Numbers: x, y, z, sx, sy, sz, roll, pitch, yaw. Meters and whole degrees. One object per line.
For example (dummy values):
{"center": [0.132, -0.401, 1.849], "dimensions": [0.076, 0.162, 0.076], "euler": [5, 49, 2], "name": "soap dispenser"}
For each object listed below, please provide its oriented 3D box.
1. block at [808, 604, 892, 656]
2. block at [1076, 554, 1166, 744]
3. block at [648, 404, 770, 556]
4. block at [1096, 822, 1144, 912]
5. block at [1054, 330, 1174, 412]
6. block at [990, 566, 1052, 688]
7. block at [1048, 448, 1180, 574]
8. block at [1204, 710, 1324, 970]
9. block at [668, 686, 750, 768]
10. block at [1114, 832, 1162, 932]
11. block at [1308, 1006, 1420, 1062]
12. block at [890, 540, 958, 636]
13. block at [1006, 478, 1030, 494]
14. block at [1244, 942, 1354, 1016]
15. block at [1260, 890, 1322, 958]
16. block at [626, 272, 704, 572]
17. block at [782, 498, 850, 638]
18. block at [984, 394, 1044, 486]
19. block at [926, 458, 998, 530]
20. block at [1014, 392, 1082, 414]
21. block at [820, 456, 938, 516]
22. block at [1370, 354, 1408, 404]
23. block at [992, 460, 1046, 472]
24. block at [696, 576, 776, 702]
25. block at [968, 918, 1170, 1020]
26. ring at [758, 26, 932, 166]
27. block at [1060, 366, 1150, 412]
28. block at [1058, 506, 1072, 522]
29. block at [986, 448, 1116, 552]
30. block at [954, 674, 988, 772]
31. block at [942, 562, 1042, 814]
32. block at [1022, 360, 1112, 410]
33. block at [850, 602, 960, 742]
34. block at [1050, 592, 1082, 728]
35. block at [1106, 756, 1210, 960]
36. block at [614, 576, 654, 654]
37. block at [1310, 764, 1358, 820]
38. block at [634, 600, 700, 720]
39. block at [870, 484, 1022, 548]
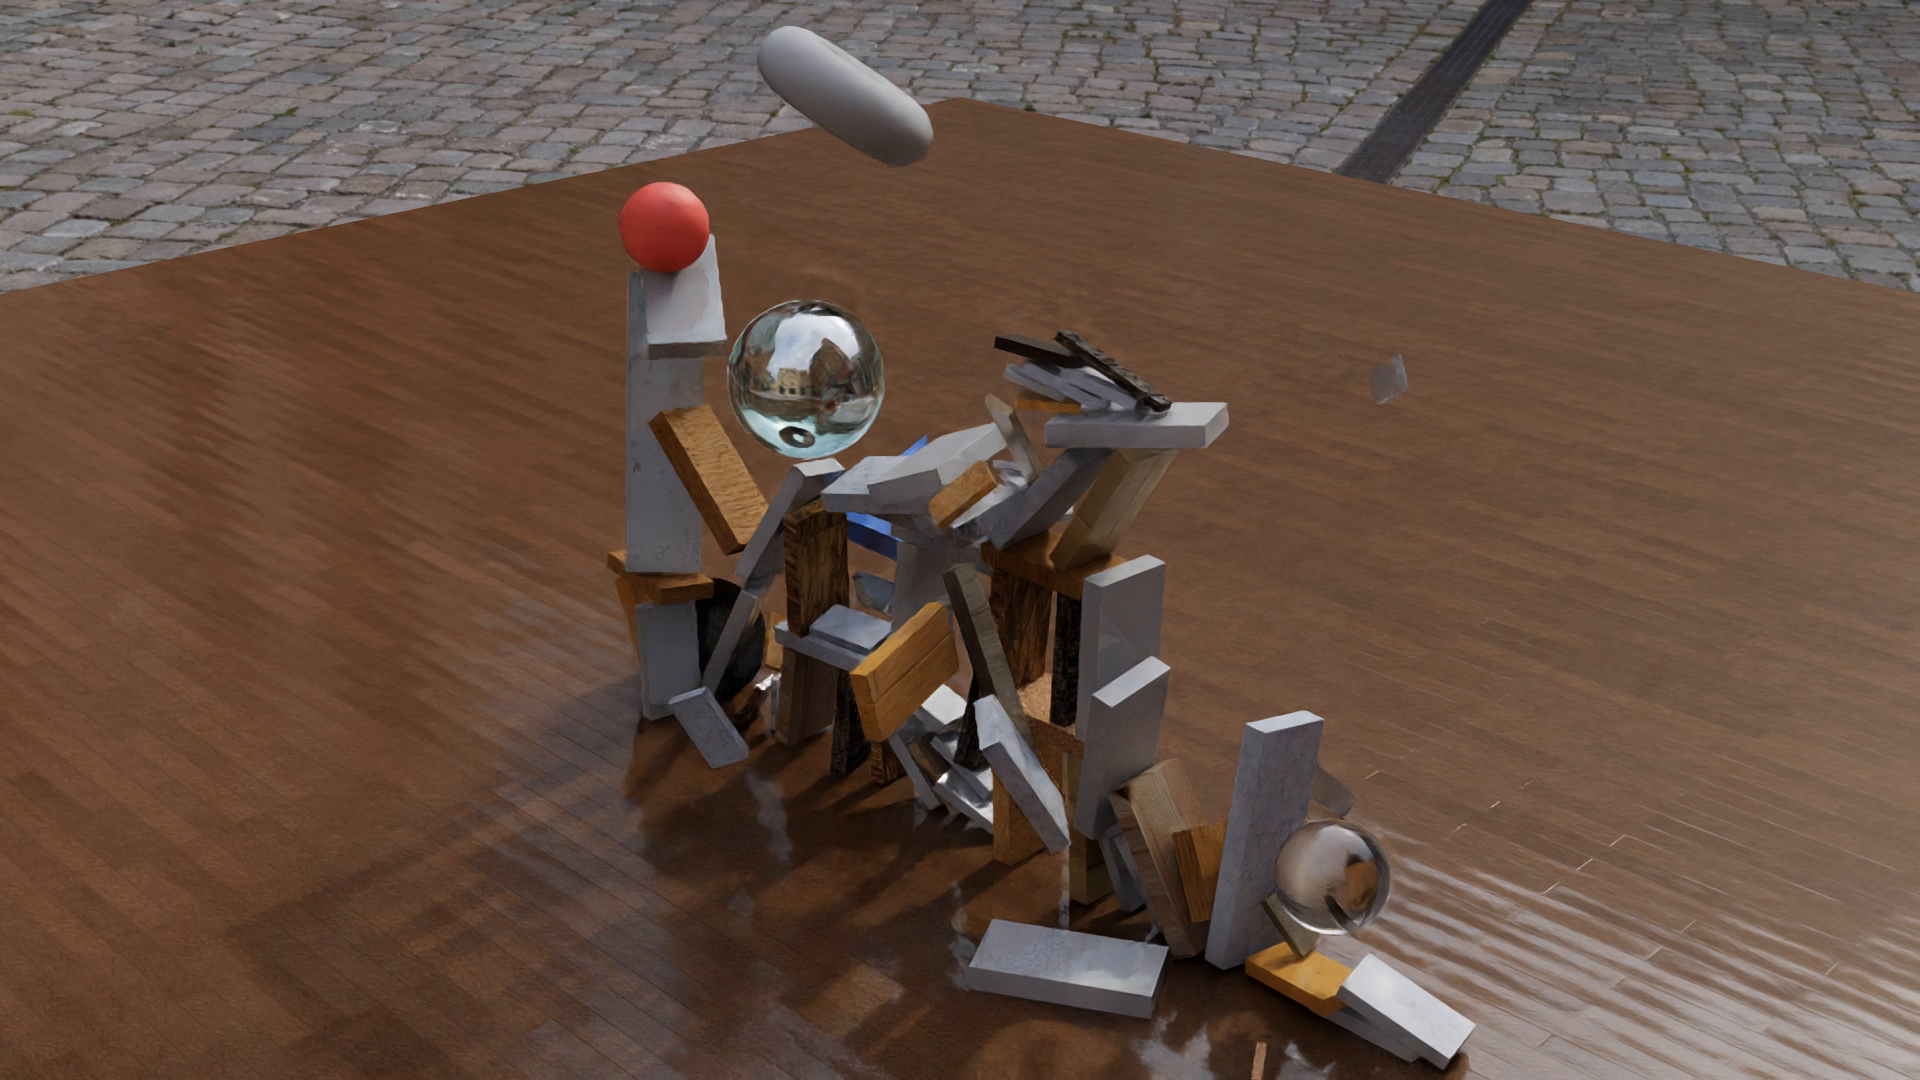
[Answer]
{"center": [-0.215, 0.185, 4.476], "dimensions": [0.173, 0.024, 0.086], "euler": [18, 45, 38], "name": "block"}
{"center": [0.290, 0.201, 3.978], "dimensions": [0.162, 0.323, 0.046], "euler": [-19, 32, -37], "name": "block"}
{"center": [-0.504, -0.127, 4.563], "dimensions": [0.046, 0.324, 0.162], "euler": [-36, -11, 29], "name": "block"}
{"center": [0.315, 0.588, 4.119], "dimensions": [0.095, 0.191, 0.027], "euler": [-28, 16, -37], "name": "block"}
{"center": [0.266, -0.293, 3.811], "dimensions": [0.227, 0.017, 0.059], "euler": [38, 22, 18], "name": "block"}
{"center": [0.111, 0.155, 4.160], "dimensions": [0.133, 0.265, 0.038], "euler": [-21, 37, -40], "name": "block"}
{"center": [0.275, -0.069, 3.906], "dimensions": [0.144, 0.288, 0.041], "euler": [-23, 63, -42], "name": "block"}
{"center": [0.539, 0.532, 3.900], "dimensions": [0.162, 0.453, 0.046], "euler": [-7, 22, -42], "name": "block"}
{"center": [-0.502, 0.377, 4.404], "dimensions": [0.086, 0.173, 0.024], "euler": [-19, 27, 25], "name": "block"}
{"center": [0.366, 0.620, 4.085], "dimensions": [0.095, 0.191, 0.027], "euler": [-22, -6, -41], "name": "block"}
{"center": [0.721, 0.820, 3.790], "dimensions": [0.107, 0.030, 0.213], "euler": [-21, 31, -40], "name": "block"}
{"center": [-0.072, 0.133, 4.431], "dimensions": [0.046, 0.325, 0.162], "euler": [18, 26, 27], "name": "block"}
{"center": [0.139, -0.100, 4.184], "dimensions": [0.048, 0.014, 0.133], "euler": [39, 22, 22], "name": "block"}
{"center": [0.608, 0.765, 3.854], "dimensions": [0.107, 0.030, 0.213], "euler": [-16, 18, -28], "name": "block"}
{"center": [0.587, 0.677, 3.903], "dimensions": [0.059, 0.118, 0.017], "euler": [-32, -3, -40], "name": "block"}
{"center": [-0.639, -0.254, 4.775], "dimensions": [0.162, 0.647, 0.046], "euler": [1, 2, -6], "name": "block"}
{"center": [-0.293, 0.052, 4.488], "dimensions": [0.039, 0.274, 0.137], "euler": [26, 40, 36], "name": "block"}
{"center": [0.110, -0.167, 3.991], "dimensions": [0.058, 0.362, 0.016], "euler": [36, 80, 25], "name": "block"}
{"center": [0.003, -0.078, 3.774], "dimensions": [0.124, 0.018, 0.062], "euler": [-38, 42, 13], "name": "block"}
{"center": [0.157, -0.242, 3.879], "dimensions": [0.115, 0.016, 0.058], "euler": [6, 18, 4], "name": "block"}
{"center": [-0.112, -0.106, 4.239], "dimensions": [0.301, 0.043, 0.151], "euler": [3, 32, 43], "name": "block"}
{"center": [0.808, -0.302, 4.144], "dimensions": [0.018, 0.062, 0.124], "euler": [-10, -8, -12], "name": "block"}
{"center": [0.115, -0.140, 4.266], "dimensions": [0.095, 0.014, 0.048], "euler": [8, -3, 22], "name": "block"}
{"center": [-0.488, 0.223, 4.686], "dimensions": [0.039, 0.437, 0.137], "euler": [29, 40, 1], "name": "block"}
{"center": [0.195, 0.760, 3.910], "dimensions": [0.327, 0.046, 0.163], "euler": [7, 23, 14], "name": "block"}
{"center": [-0.224, -0.872, 4.324], "dimensions": [0.385, 0.128, 0.385], "euler": [33, 13, -8], "name": "ring"}
{"center": [0.258, -0.265, 3.835], "dimensions": [0.152, 0.022, 0.076], "euler": [26, 19, 24], "name": "block"}
{"center": [0.153, -0.057, 4.366], "dimensions": [0.140, 0.020, 0.070], "euler": [-2, 25, 1], "name": "block"}
{"center": [0.176, -0.090, 3.983], "dimensions": [0.144, 0.288, 0.041], "euler": [-24, 74, -41], "name": "block"}
{"center": [0.084, 0.265, 4.395], "dimensions": [0.046, 0.374, 0.162], "euler": [21, 19, 25], "name": "block"}
{"center": [0.065, 0.257, 3.770], "dimensions": [0.035, 0.438, 0.123], "euler": [-18, -3, -12], "name": "block"}
{"center": [0.191, -0.276, 3.875], "dimensions": [0.152, 0.022, 0.076], "euler": [30, 20, 19], "name": "block"}
{"center": [-0.089, 0.216, 3.642], "dimensions": [0.035, 0.123, 0.247], "euler": [4, 29, 33], "name": "block"}
{"center": [0.231, 0.201, 4.051], "dimensions": [0.038, 0.265, 0.133], "euler": [25, 33, 39], "name": "block"}
{"center": [0.396, 0.578, 4.008], "dimensions": [0.163, 0.327, 0.046], "euler": [-23, 1, -42], "name": "block"}
{"center": [-0.702, 0.183, 4.999], "dimensions": [0.037, 0.258, 0.129], "euler": [-6, 19, 25], "name": "block"}
{"center": [0.667, 0.454, 4.173], "dimensions": [0.017, 0.059, 0.591], "euler": [31, -2, 28], "name": "block"}
{"center": [-0.638, 0.256, 4.822], "dimensions": [0.129, 0.258, 0.037], "euler": [-15, 23, -33], "name": "block"}
{"center": [-0.048, -0.076, 4.229], "dimensions": [0.151, 0.043, 0.417], "euler": [-31, 25, -23], "name": "block"}
